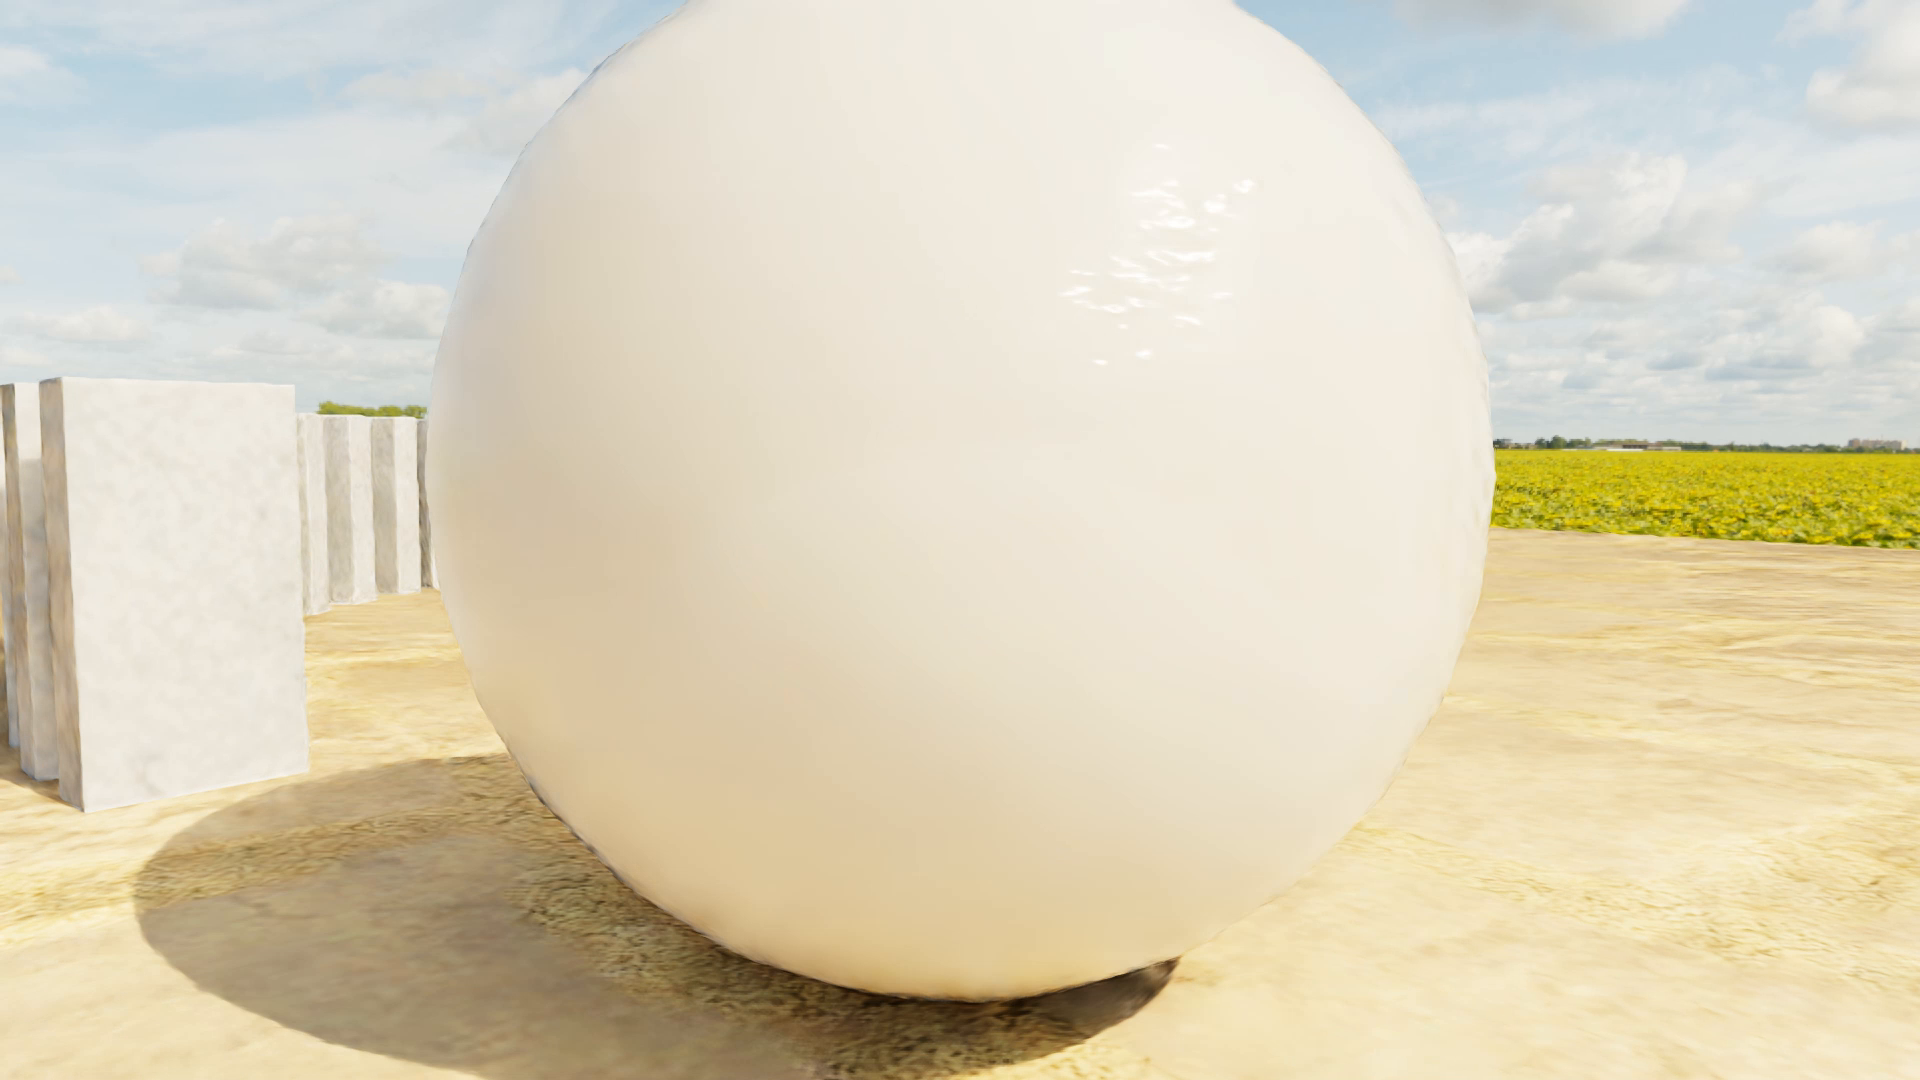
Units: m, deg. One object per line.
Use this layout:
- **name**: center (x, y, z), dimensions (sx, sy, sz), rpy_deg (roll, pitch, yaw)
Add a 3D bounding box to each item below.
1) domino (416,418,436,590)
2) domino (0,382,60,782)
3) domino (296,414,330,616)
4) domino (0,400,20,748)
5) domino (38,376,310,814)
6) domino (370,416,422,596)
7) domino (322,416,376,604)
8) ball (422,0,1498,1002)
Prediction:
- **domino**: center (-0.164, -0.011, 0.382), dimensions (0.025, 0.050, 0.010), rpy_deg (2, 5, 21)
- **domino**: center (-0.111, 0.005, 0.172), dimensions (0.009, 0.050, 0.025), rpy_deg (4, 6, 45)
- **domino**: center (-0.173, -0.006, 0.321), dimensions (0.025, 0.050, 0.010), rpy_deg (0, 4, -3)
- **domino**: center (-0.126, 0.003, 0.189), dimensions (0.025, 0.050, 0.010), rpy_deg (-3, 5, -35)
- **domino**: center (-0.096, 0.006, 0.159), dimensions (0.009, 0.050, 0.025), rpy_deg (4, 6, 41)
- **domino**: center (-0.169, -0.010, 0.366), dimensions (0.025, 0.050, 0.009), rpy_deg (1, 4, 13)
- **domino**: center (-0.172, -0.008, 0.345), dimensions (0.025, 0.050, 0.009), rpy_deg (0, 4, 7)
- **ball**: center (0.000, -0.005, 0.103), dimensions (0.080, 0.080, 0.080), rpy_deg (0, 4, 0)
